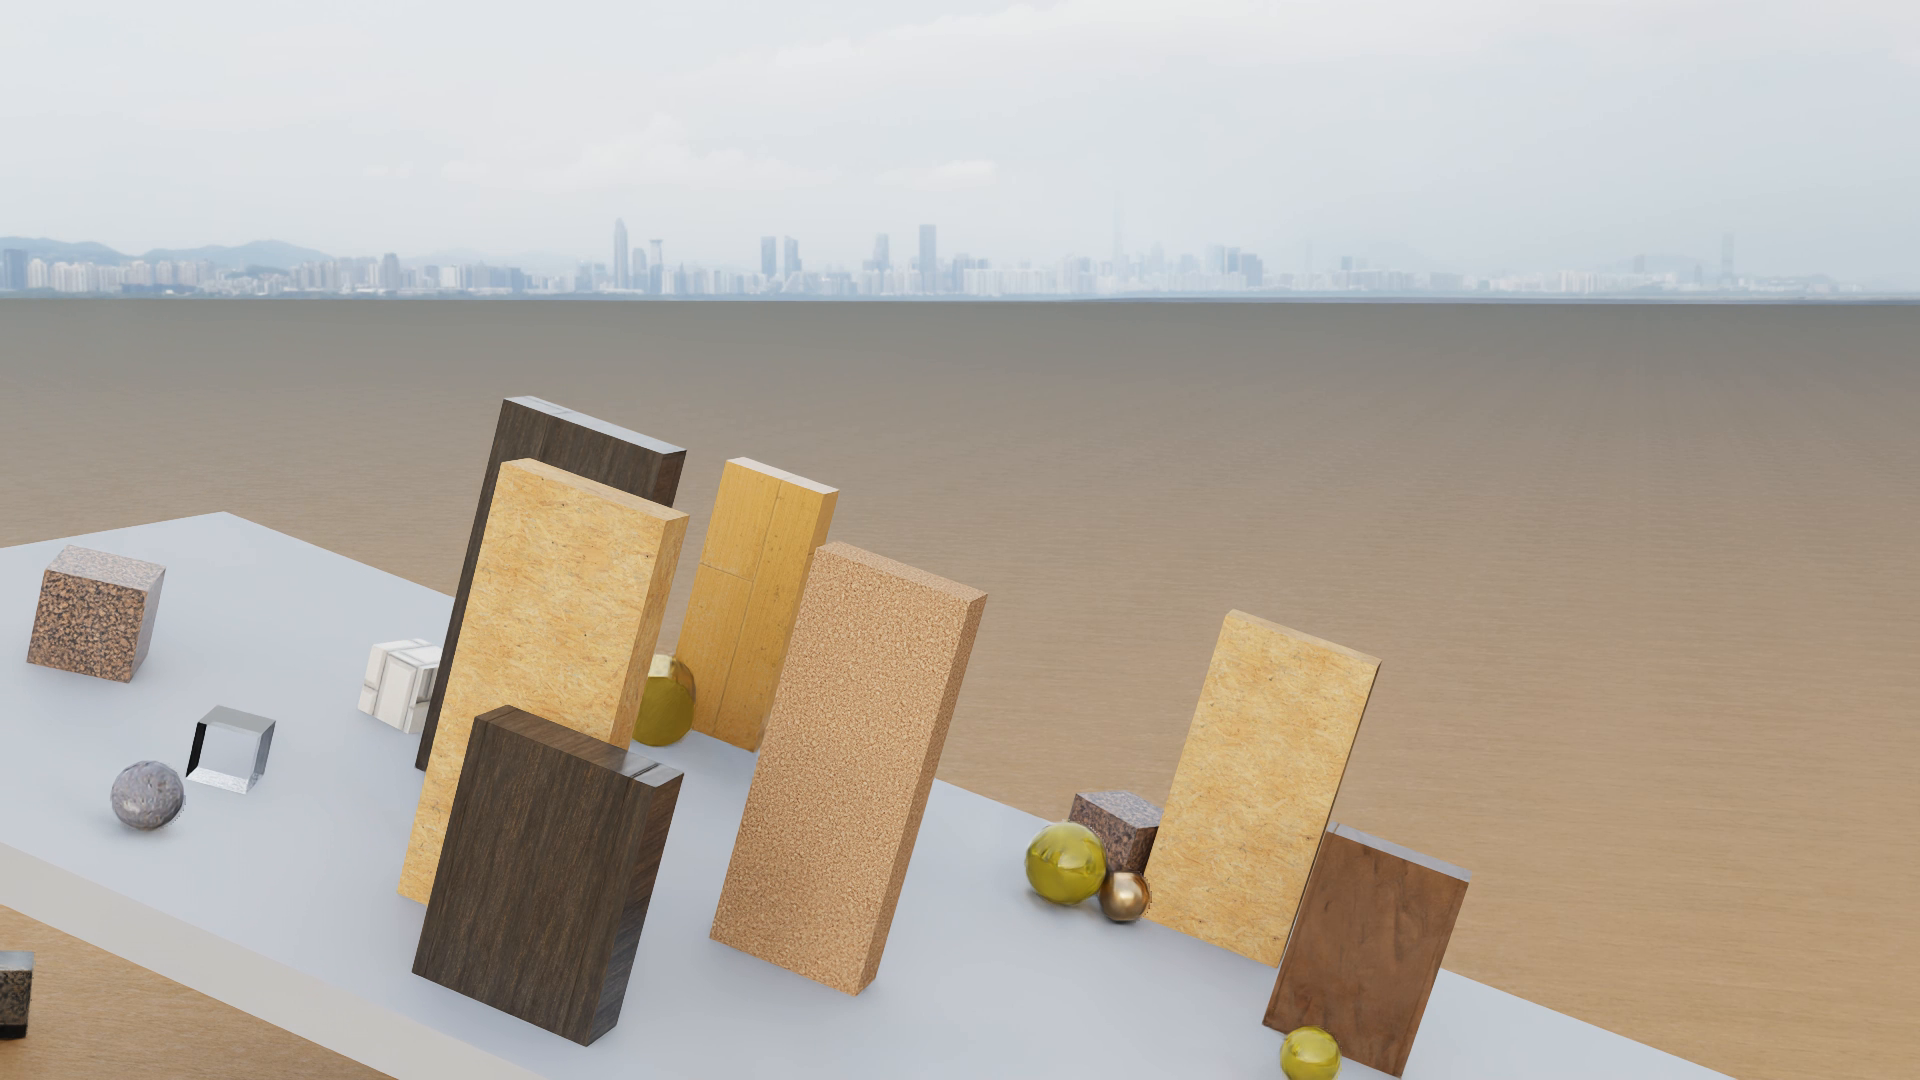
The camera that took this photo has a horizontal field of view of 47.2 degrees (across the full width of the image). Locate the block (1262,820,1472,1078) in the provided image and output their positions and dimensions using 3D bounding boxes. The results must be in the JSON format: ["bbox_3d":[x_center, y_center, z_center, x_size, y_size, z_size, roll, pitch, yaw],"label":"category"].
[{"bbox_3d":[0.780,0.785,4.221,0.279,0.410,0.082,19,12,14],"label":"block"}]

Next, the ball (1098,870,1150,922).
[{"bbox_3d":[0.342,0.742,4.589,0.107,0.107,0.107,0,7,0],"label":"ball"}]

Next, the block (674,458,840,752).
[{"bbox_3d":[-0.481,0.146,4.999,0.243,0.619,0.100,19,12,14],"label":"block"}]

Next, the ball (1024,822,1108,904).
[{"bbox_3d":[0.221,0.673,4.584,0.172,0.172,0.172,0,7,0],"label":"ball"}]

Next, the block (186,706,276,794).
[{"bbox_3d":[-1.327,0.381,4.003,0.110,0.110,0.110,15,11,-4],"label":"block"}]

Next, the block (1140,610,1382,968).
[{"bbox_3d":[0.617,0.518,4.594,0.324,0.676,0.090,19,12,14],"label":"block"}]

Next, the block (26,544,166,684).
[{"bbox_3d":[-1.716,0.146,4.377,0.194,0.194,0.194,14,12,-12],"label":"block"}]

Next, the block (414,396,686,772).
[{"bbox_3d":[-0.795,0.138,4.252,0.344,0.759,0.106,19,12,14],"label":"block"}]

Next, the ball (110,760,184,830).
[{"bbox_3d":[-1.367,0.429,3.701,0.116,0.116,0.116,0,7,0],"label":"ball"}]

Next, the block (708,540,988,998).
[{"bbox_3d":[-0.200,0.401,3.866,0.288,0.740,0.109,19,12,14],"label":"block"}]

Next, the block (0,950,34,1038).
[{"bbox_3d":[-2.364,1.109,5.376,0.168,0.168,0.168,6,4,-22],"label":"block"}]

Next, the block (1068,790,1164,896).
[{"bbox_3d":[0.348,0.666,4.778,0.179,0.179,0.179,26,15,40],"label":"block"}]

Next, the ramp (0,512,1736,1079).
[{"bbox_3d":[-0.372,0.720,4.236,4.000,0.100,2.000,19,12,14],"label":"ramp"}]

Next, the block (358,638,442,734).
[{"bbox_3d":[-1.134,0.301,4.567,0.142,0.142,0.142,21,13,25],"label":"block"}]

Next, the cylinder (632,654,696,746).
[{"bbox_3d":[-0.671,0.356,4.888,0.163,0.163,0.163,-1,14,-6],"label":"cylinder"}]

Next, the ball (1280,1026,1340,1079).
[{"bbox_3d":[0.639,0.945,4.019,0.111,0.111,0.111,0,7,0],"label":"ball"}]

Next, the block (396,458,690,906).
[{"bbox_3d":[-0.700,0.280,3.672,0.304,0.772,0.094,19,12,14],"label":"block"}]

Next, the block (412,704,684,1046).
[{"bbox_3d":[-0.647,0.522,3.441,0.316,0.436,0.105,19,12,14],"label":"block"}]

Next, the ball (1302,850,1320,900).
[{"bbox_3d":[1.020,0.978,6.511,0.179,0.179,0.179,0,7,0],"label":"ball"}]
